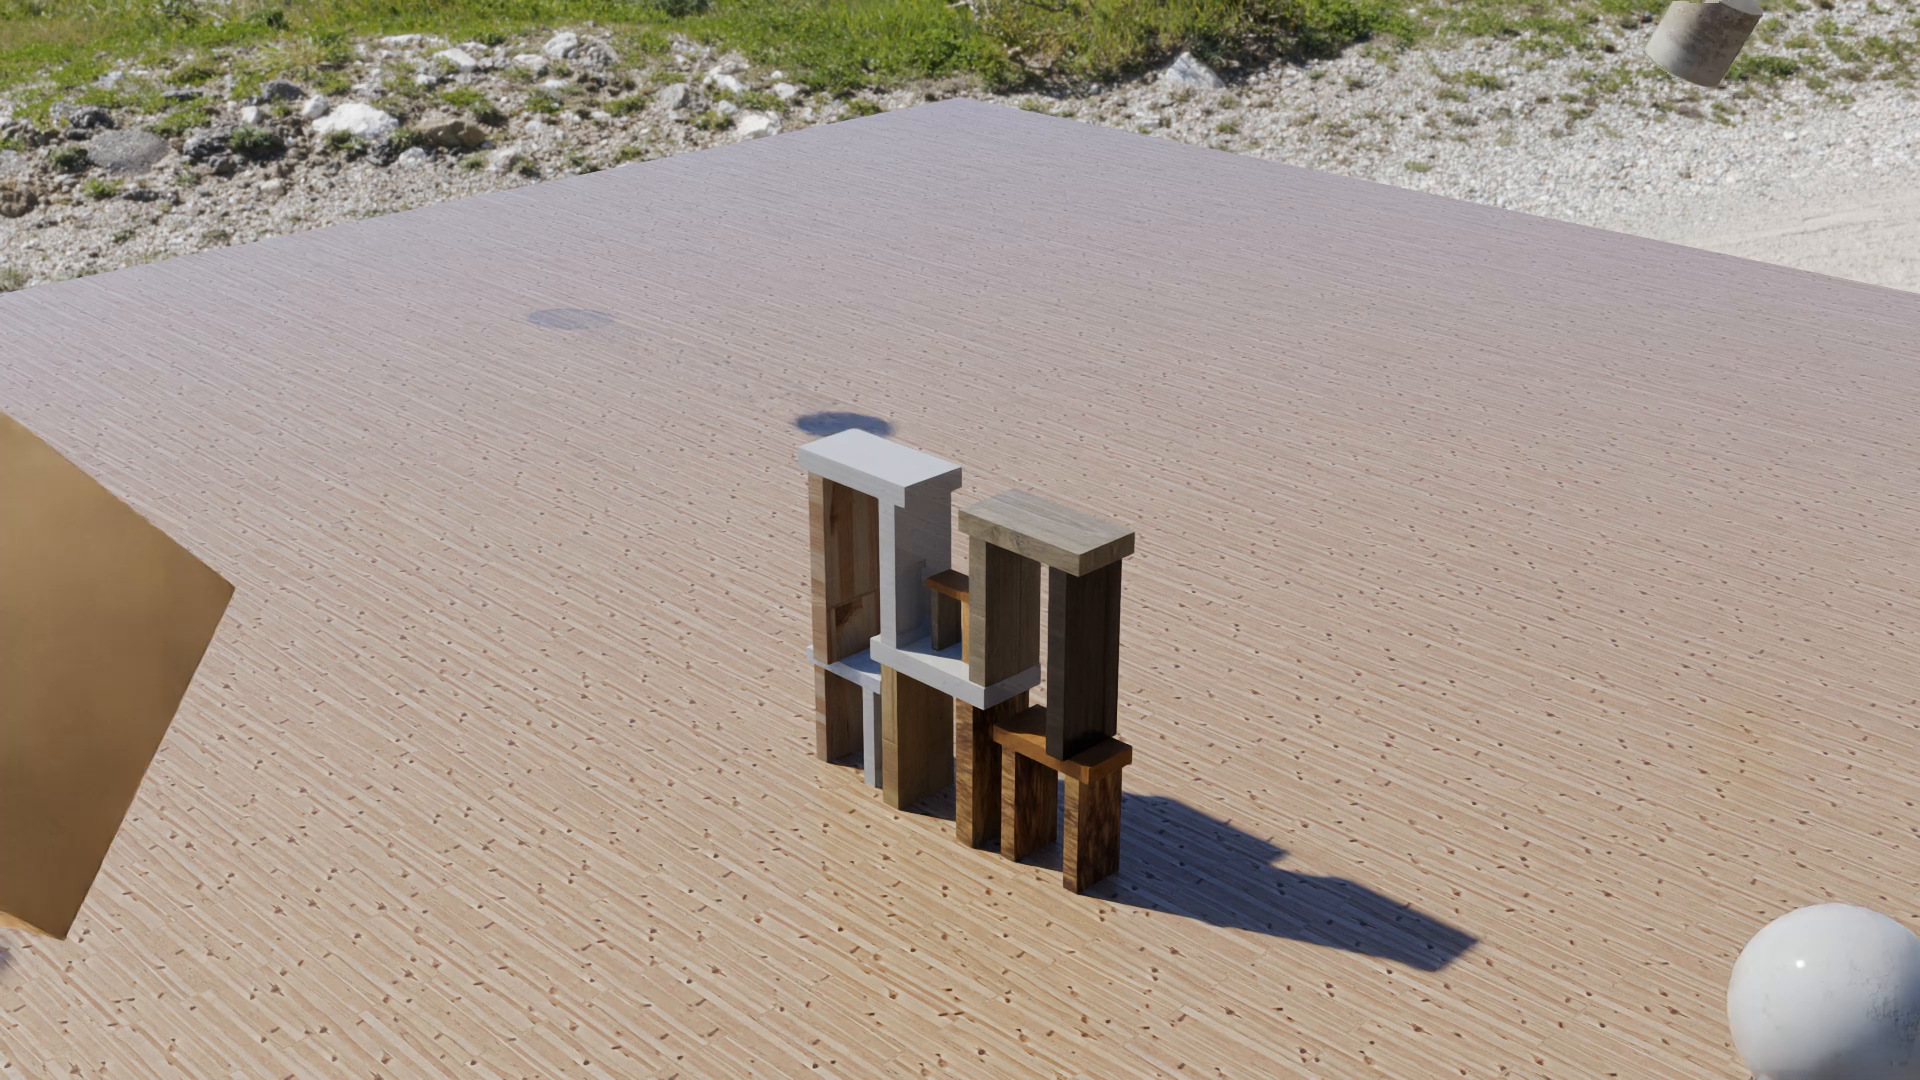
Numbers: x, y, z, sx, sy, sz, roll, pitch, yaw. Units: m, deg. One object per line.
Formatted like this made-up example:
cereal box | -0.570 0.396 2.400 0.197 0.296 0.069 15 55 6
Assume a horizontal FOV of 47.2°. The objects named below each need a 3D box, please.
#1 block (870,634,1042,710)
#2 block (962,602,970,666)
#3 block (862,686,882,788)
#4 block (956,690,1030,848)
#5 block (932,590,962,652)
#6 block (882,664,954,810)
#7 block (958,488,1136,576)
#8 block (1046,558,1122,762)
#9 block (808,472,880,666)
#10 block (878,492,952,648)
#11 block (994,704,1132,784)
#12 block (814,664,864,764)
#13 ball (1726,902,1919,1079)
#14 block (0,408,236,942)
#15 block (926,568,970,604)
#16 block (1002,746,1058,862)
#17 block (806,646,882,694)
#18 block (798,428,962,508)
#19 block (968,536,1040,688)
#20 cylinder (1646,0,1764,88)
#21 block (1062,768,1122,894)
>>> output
block | -0.011 0.238 4.331 0.317 0.045 0.158 21 31 41
block | 0.035 0.172 4.265 0.018 0.130 0.065 21 31 41
block | -0.148 0.390 4.555 0.032 0.223 0.112 21 31 41
block | 0.064 0.434 4.333 0.045 0.317 0.158 21 31 41
block | -0.027 0.148 4.321 0.018 0.130 0.065 21 31 41
block | -0.085 0.375 4.471 0.045 0.317 0.158 21 31 41
block | 0.157 -0.017 4.045 0.302 0.043 0.151 21 31 41
block | 0.228 0.208 4.062 0.043 0.384 0.151 21 31 41
block | -0.232 0.039 4.486 0.044 0.415 0.154 21 31 41
block | -0.087 0.046 4.332 0.044 0.308 0.154 21 31 41
block | 0.194 0.386 4.177 0.246 0.035 0.123 21 31 41
block | -0.253 0.349 4.652 0.032 0.223 0.112 21 31 41
ball | 0.710 0.381 1.774 0.173 0.173 0.173 0 23 0
block | -0.802 0.081 1.631 0.298 0.298 0.298 6 63 27
block | 0.004 0.092 4.264 0.130 0.018 0.065 21 31 41
block | 0.136 0.493 4.285 0.035 0.246 0.123 21 31 41
block | -0.201 0.253 4.553 0.112 0.032 0.223 -21 31 -41
block | -0.160 -0.144 4.330 0.308 0.044 0.154 21 31 41
block | 0.086 0.115 4.178 0.043 0.302 0.151 21 31 41
cylinder | 1.773 -1.216 5.242 0.195 0.195 0.195 17 35 -12
block | 0.252 0.538 4.178 0.035 0.246 0.123 21 31 41
